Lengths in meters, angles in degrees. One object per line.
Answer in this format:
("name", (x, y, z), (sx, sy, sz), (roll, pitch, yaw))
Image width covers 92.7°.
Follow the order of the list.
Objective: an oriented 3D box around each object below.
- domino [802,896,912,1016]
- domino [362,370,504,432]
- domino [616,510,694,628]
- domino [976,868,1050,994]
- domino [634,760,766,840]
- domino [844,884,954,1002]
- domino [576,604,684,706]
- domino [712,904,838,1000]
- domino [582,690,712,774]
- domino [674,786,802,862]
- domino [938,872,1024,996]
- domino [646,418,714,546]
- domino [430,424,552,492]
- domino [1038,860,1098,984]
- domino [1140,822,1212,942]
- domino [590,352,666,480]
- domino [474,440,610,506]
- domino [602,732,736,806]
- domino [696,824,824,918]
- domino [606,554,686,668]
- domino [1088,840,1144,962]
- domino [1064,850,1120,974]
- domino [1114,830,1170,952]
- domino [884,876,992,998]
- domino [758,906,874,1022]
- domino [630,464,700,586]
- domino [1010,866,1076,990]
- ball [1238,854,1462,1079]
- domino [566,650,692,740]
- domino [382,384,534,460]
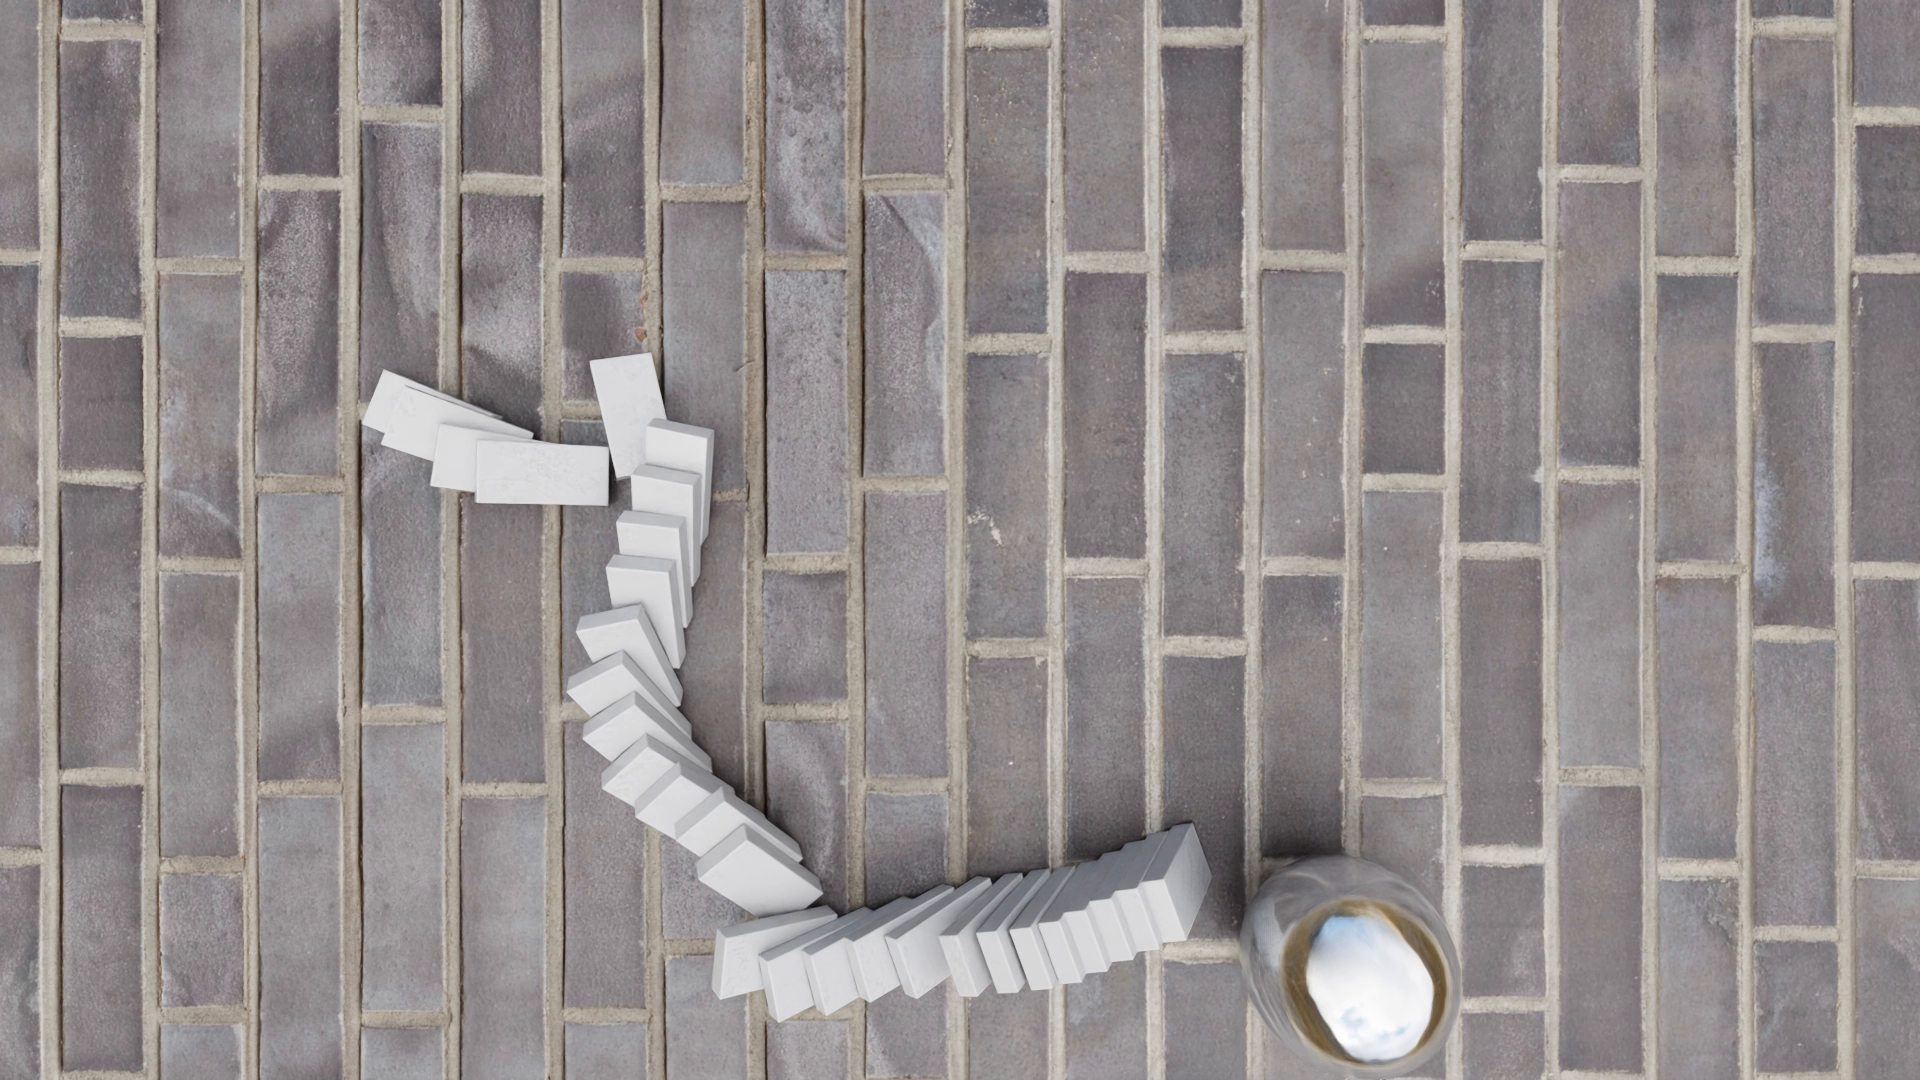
("domino", (-0.039, 0.172, 0.382), (0.050, 0.010, 0.025), (-16, 92, -35))
("domino", (-0.227, -0.052, 0.395), (0.050, 0.010, 0.025), (22, 90, 0))
("domino", (-0.127, 0.013, 0.383), (0.025, 0.009, 0.050), (6, 122, 0))
("domino", (0.026, 0.159, 0.376), (0.010, 0.050, 0.025), (-20, 90, 31))
("domino", (-0.107, 0.115, 0.382), (0.025, 0.010, 0.050), (-42, 124, 2))
("domino", (-0.022, 0.167, 0.382), (0.050, 0.009, 0.025), (-16, 90, -35))
("domino", (-0.137, 0.051, 0.382), (0.025, 0.009, 0.050), (-12, 126, 0))
("domino", (-0.076, 0.170, 0.381), (0.050, 0.009, 0.025), (4, 93, -37))
("domino", (-0.129, 0.087, 0.382), (0.025, 0.010, 0.050), (-33, 124, 2))
("domino", (-0.092, 0.126, 0.382), (0.025, 0.010, 0.050), (-39, 123, 0))
("domino", (0.013, 0.161, 0.377), (0.010, 0.050, 0.025), (-19, 90, 36))
("domino", (-0.118, -0.024, 0.384), (0.025, 0.009, 0.050), (12, 119, -1))
("domino", (-0.191, -0.031, 0.382), (0.050, 0.009, 0.025), (9, 90, -33))
("domino", (0.050, 0.155, 0.376), (0.010, 0.050, 0.025), (-20, 90, 28))
("domino", (0.090, 0.139, 0.376), (0.010, 0.050, 0.025), (-20, 90, 28))
("domino", (-0.139, -0.053, 0.391), (0.025, 0.010, 0.050), (-13, 90, -21))
("domino", (-0.174, -0.028, 0.382), (0.050, 0.009, 0.025), (0, 93, -33))
("domino", (-0.120, 0.103, 0.382), (0.025, 0.010, 0.050), (-42, 124, 2))
("domino", (-0.083, 0.141, 0.382), (0.025, 0.010, 0.050), (-39, 124, 0))
("domino", (-0.130, 0.030, 0.383), (0.025, 0.010, 0.050), (5, 123, 0))
("domino", (0.069, 0.147, 0.376), (0.010, 0.050, 0.025), (-20, 90, 28))
("domino", (0.059, 0.151, 0.376), (0.009, 0.050, 0.025), (-20, 90, 28))
("domino", (0.079, 0.143, 0.376), (0.010, 0.050, 0.025), (-20, 90, 28))
("domino", (-0.005, 0.164, 0.381), (0.050, 0.009, 0.025), (-20, 91, -36))
("domino", (-0.057, 0.176, 0.381), (0.050, 0.010, 0.025), (-12, 93, -35))
("domino", (-0.122, -0.006, 0.383), (0.025, 0.009, 0.050), (10, 122, 0))
("domino", (0.039, 0.158, 0.376), (0.010, 0.050, 0.025), (-20, 90, 29))
("ball", (0.151, 0.166, 0.360), (0.080, 0.080, 0.080), (0, 90, 0))
("domino", (-0.137, 0.070, 0.382), (0.025, 0.010, 0.050), (-27, 125, 1))
("domino", (-0.209, -0.043, 0.382), (0.050, 0.010, 0.025), (22, 90, -34))
